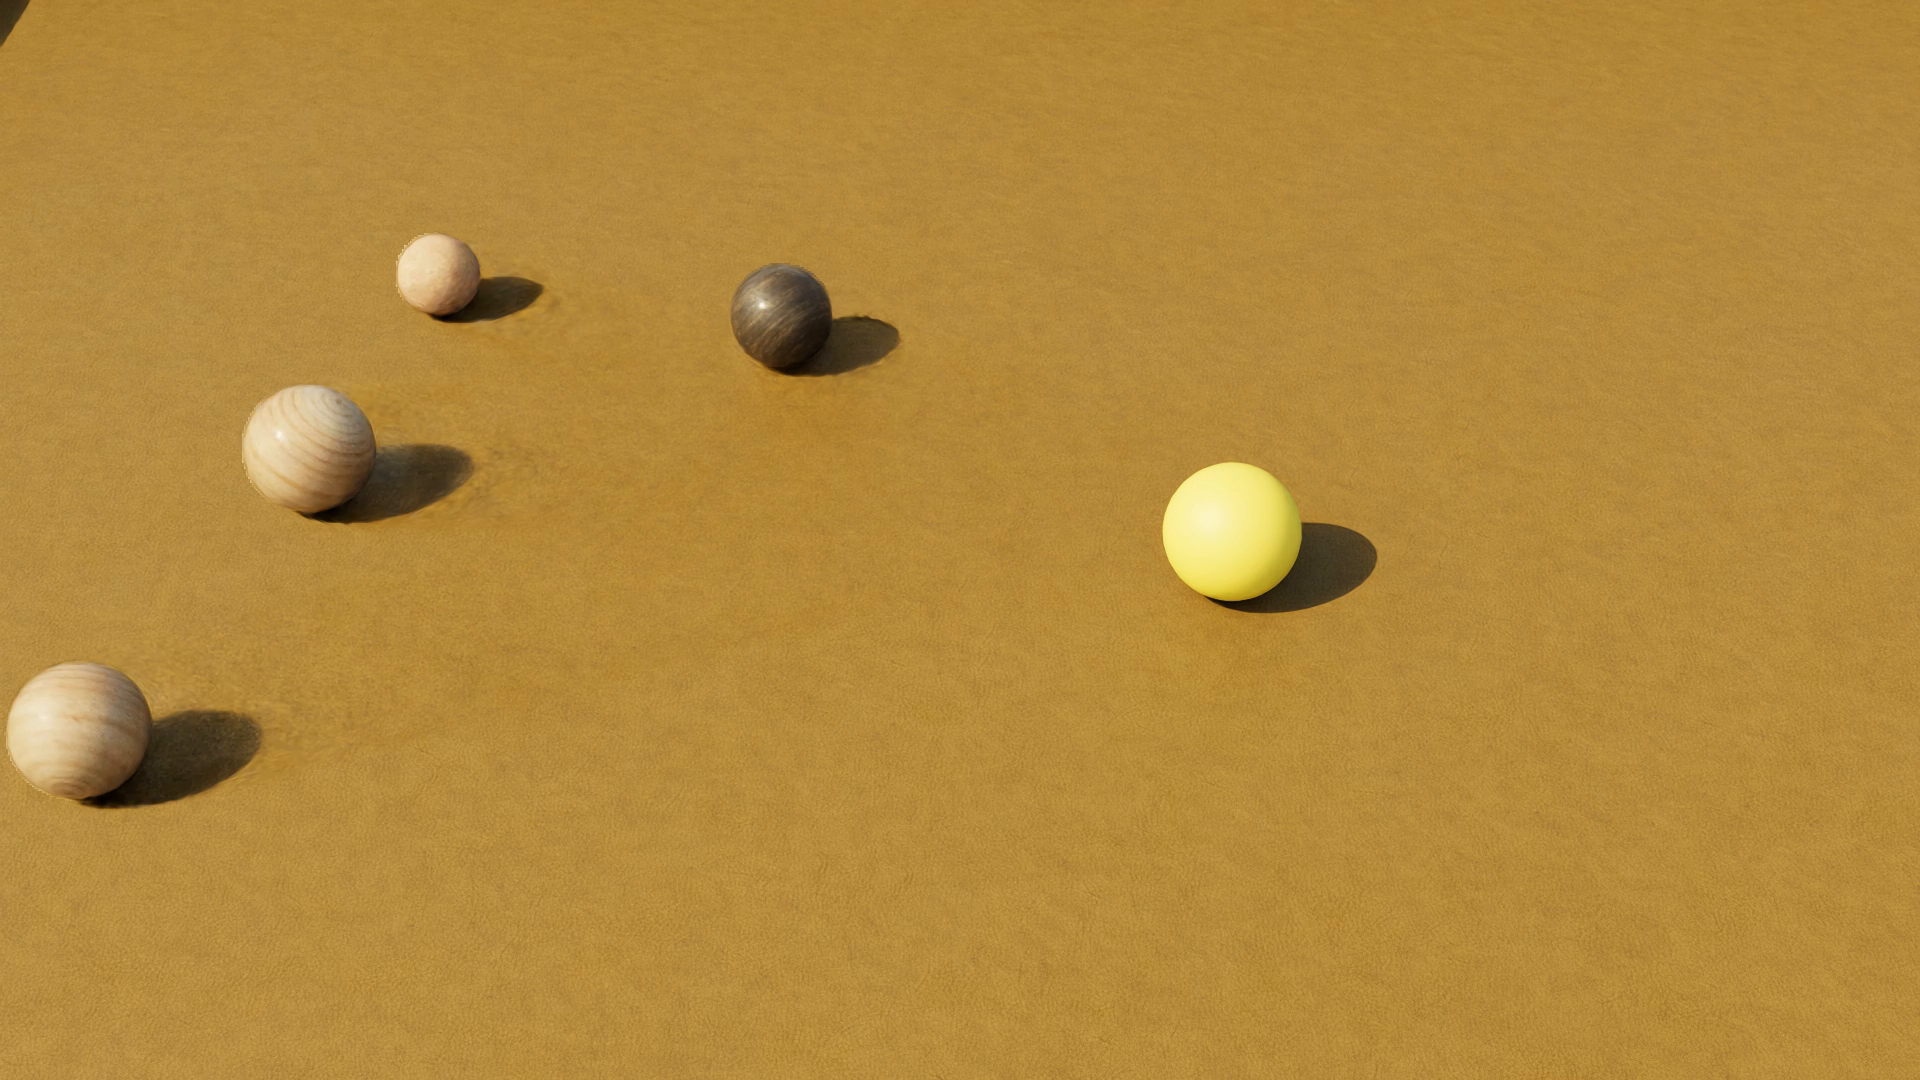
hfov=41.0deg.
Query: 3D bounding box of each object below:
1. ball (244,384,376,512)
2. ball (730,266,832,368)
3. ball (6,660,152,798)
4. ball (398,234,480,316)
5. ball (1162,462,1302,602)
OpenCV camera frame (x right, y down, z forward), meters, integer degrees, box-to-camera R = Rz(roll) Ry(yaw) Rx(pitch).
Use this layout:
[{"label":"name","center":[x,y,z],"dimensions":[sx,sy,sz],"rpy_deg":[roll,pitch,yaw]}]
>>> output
[{"label":"ball","center":[-0.424,-0.060,1.674],"dimensions":[0.084,0.084,0.084],"rpy_deg":[0,36,0]},{"label":"ball","center":[-0.127,-0.158,1.818],"dimensions":[0.072,0.072,0.072],"rpy_deg":[0,36,0]},{"label":"ball","center":[-0.498,0.107,1.451],"dimensions":[0.078,0.078,0.078],"rpy_deg":[0,36,0]},{"label":"ball","center":[-0.381,-0.194,1.877],"dimensions":[0.060,0.060,0.060],"rpy_deg":[0,36,0]},{"label":"ball","center":[0.169,-0.005,1.597],"dimensions":[0.087,0.087,0.087],"rpy_deg":[0,36,0]}]
